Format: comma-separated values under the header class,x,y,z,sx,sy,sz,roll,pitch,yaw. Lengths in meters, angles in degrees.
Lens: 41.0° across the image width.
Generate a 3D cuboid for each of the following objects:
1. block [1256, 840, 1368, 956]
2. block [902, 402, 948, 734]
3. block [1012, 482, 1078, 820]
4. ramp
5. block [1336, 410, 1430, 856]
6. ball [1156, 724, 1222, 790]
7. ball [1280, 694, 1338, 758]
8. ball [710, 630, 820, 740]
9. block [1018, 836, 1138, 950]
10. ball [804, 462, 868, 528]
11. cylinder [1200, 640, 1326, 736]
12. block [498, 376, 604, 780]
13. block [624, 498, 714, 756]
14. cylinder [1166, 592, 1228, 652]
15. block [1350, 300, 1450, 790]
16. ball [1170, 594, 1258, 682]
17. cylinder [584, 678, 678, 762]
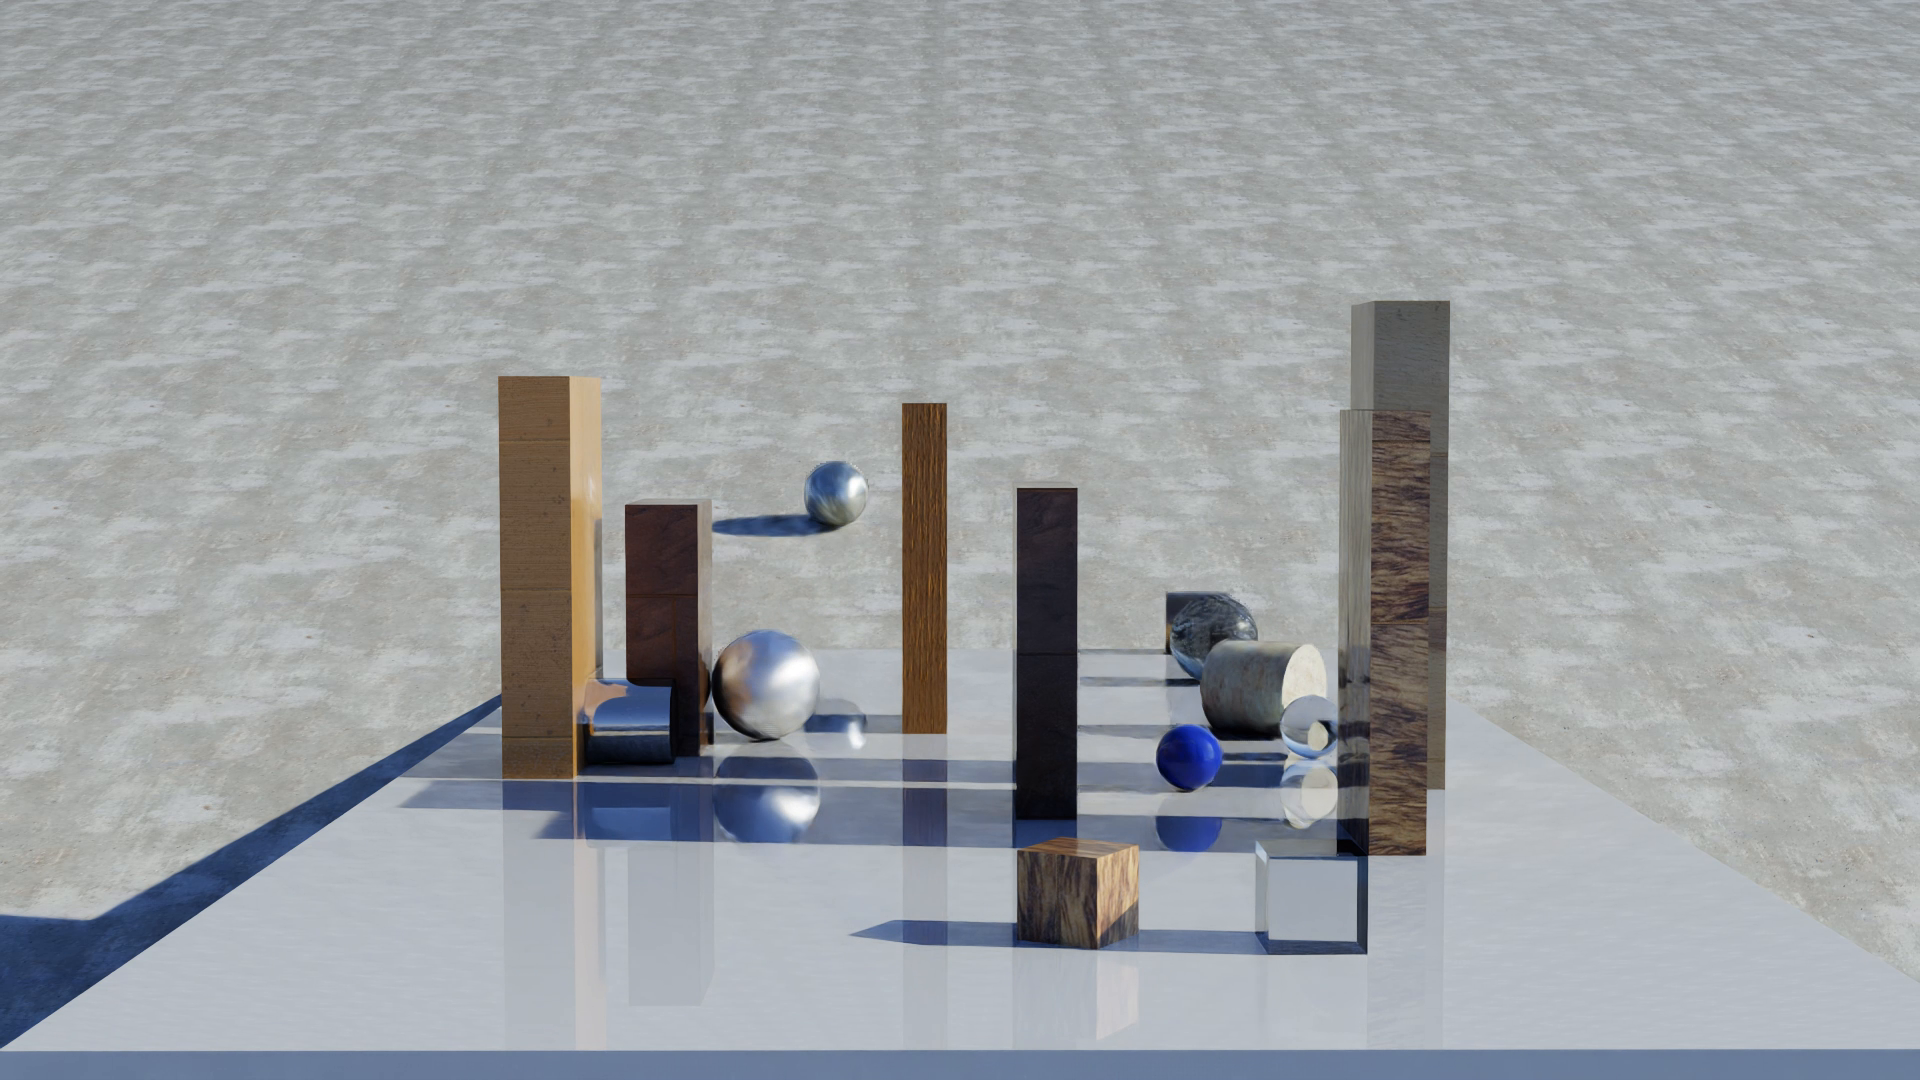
class,x,y,z,sx,sy,sz,roll,pitch,yaw
block,0.411,0.418,3.015,0.114,0.114,0.114,0,3,-1
block,-0.068,0.048,5.018,0.084,0.629,0.280,0,3,0
block,0.131,0.165,4.034,0.092,0.505,0.290,0,3,0
ramp,0.049,0.440,4.532,2.000,0.100,4.000,0,3,0
block,0.612,0.123,3.731,0.081,0.622,0.301,0,3,0
ball,0.374,0.354,4.199,0.108,0.108,0.108,0,21,0
ball,0.625,0.331,4.564,0.113,0.113,0.113,0,21,0
ball,-0.364,0.271,4.817,0.205,0.205,0.205,0,21,0
block,0.141,0.419,3.061,0.107,0.107,0.107,2,4,31
ball,-0.368,-0.134,7.603,0.192,0.192,0.192,0,21,0
cylinder,0.578,0.282,4.894,0.175,0.175,0.175,2,18,35
block,-0.710,0.054,4.490,0.119,0.676,0.377,0,3,0
block,-0.531,0.155,4.708,0.129,0.451,0.266,0,3,0
cylinder,0.594,0.206,6.441,0.150,0.150,0.150,0,21,6
block,0.732,0.003,4.302,0.121,0.797,0.249,0,3,0
ball,0.569,0.221,5.753,0.198,0.198,0.198,0,21,0
cylinder,-0.576,0.316,4.509,0.149,0.149,0.149,0,21,0
